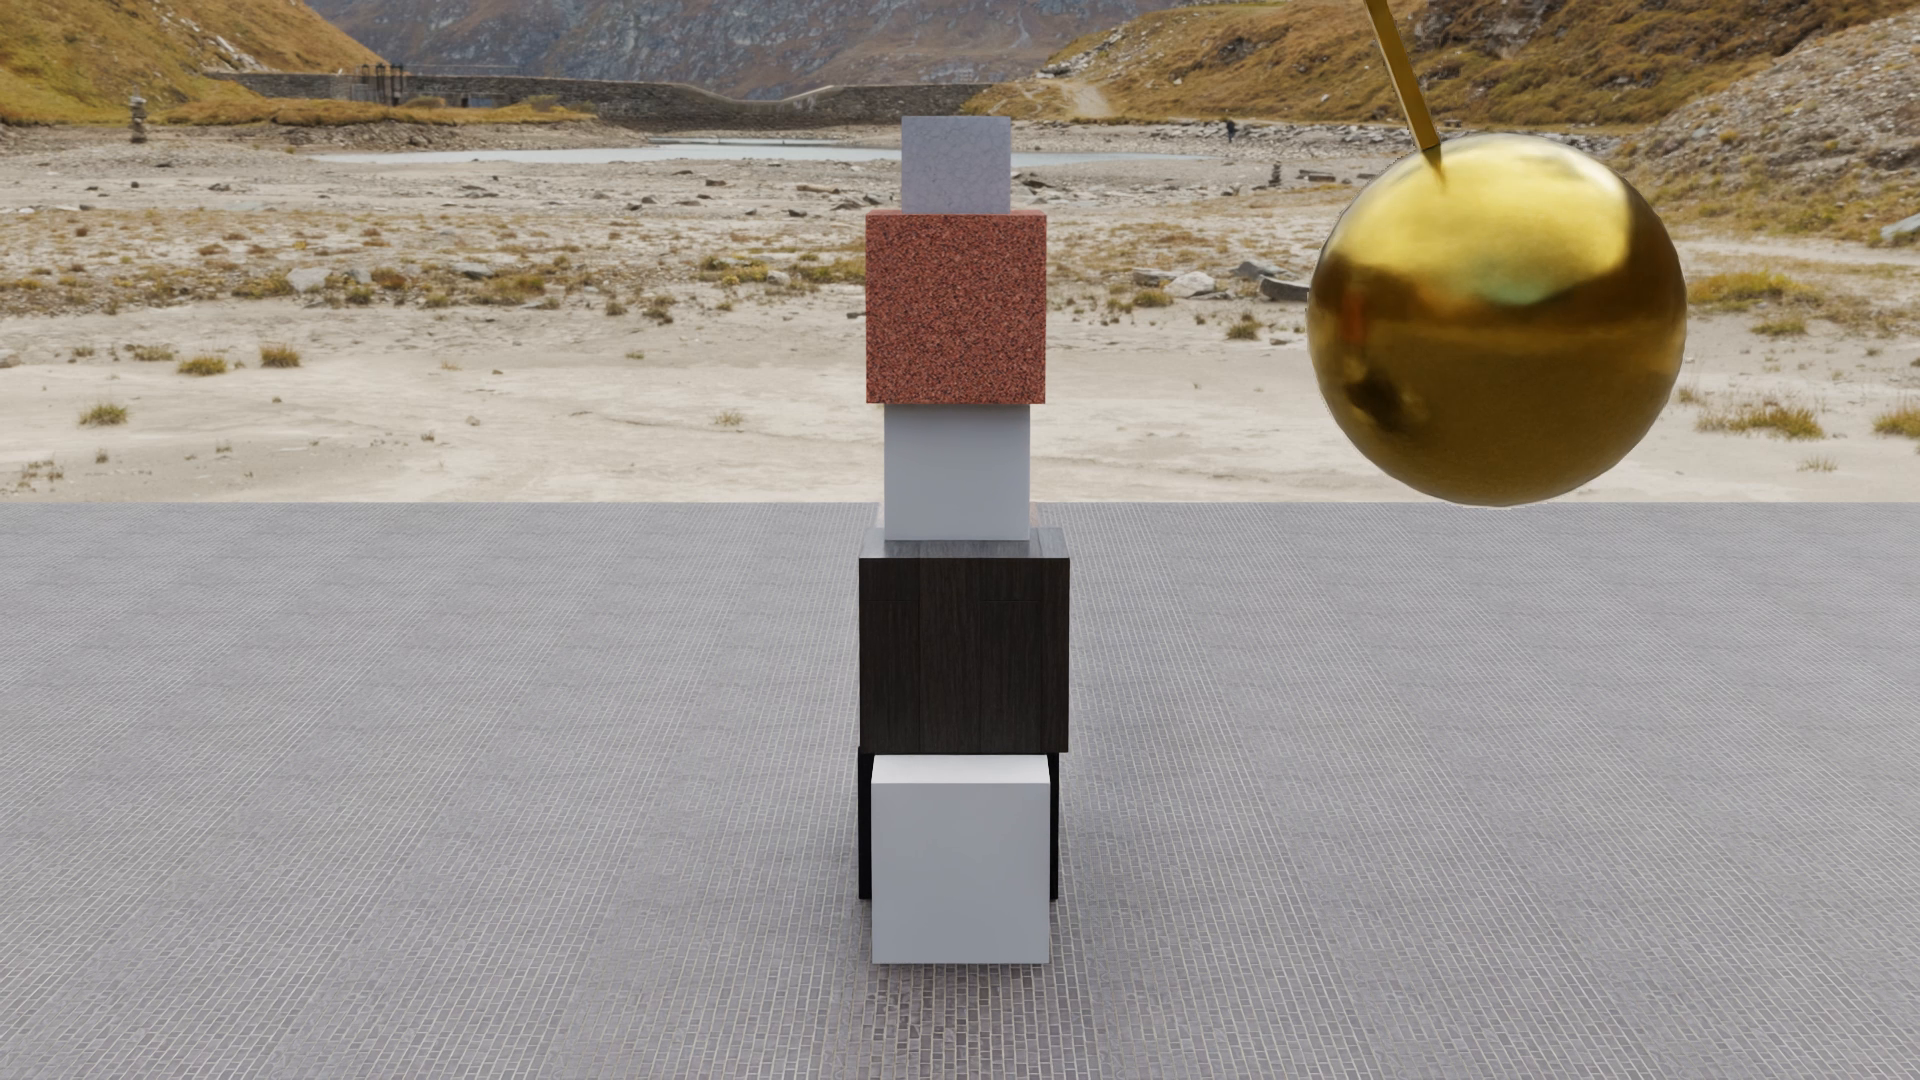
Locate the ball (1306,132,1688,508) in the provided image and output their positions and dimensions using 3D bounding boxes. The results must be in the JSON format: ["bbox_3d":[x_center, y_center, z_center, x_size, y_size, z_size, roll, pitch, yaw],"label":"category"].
[{"bbox_3d":[2.295,-0.940,11.009,1.600,1.600,1.600,0,10,0],"label":"ball"}]

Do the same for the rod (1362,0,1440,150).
[{"bbox_3d":[0.994,-4.031,10.447,0.080,5.200,0.080,-22,10,4],"label":"rod"}]

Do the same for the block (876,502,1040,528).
[{"bbox_3d":[-0.009,0.258,11.669,0.725,0.757,0.742,0,10,0],"label":"block"}]

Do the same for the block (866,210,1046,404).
[{"bbox_3d":[-0.017,-1.018,11.043,0.747,0.780,0.834,0,9,0],"label":"block"}]

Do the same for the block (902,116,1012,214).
[{"bbox_3d":[-0.016,-1.605,10.963,0.459,0.405,0.427,0,9,0],"label":"block"}]

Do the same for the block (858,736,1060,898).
[{"bbox_3d":[-0.007,1.143,11.382,0.860,0.678,0.784,0,10,0],"label":"block"}]

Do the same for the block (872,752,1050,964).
[{"bbox_3d":[0.003,1.254,10.584,0.707,0.746,0.806,0,10,0],"label":"block"}]

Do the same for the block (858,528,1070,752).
[{"bbox_3d":[0.017,0.409,10.884,0.857,0.810,0.836,0,9,0],"label":"block"}]

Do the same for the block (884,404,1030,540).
[{"bbox_3d":[-0.012,-0.341,11.149,0.615,0.591,0.641,0,9,0],"label":"block"}]
